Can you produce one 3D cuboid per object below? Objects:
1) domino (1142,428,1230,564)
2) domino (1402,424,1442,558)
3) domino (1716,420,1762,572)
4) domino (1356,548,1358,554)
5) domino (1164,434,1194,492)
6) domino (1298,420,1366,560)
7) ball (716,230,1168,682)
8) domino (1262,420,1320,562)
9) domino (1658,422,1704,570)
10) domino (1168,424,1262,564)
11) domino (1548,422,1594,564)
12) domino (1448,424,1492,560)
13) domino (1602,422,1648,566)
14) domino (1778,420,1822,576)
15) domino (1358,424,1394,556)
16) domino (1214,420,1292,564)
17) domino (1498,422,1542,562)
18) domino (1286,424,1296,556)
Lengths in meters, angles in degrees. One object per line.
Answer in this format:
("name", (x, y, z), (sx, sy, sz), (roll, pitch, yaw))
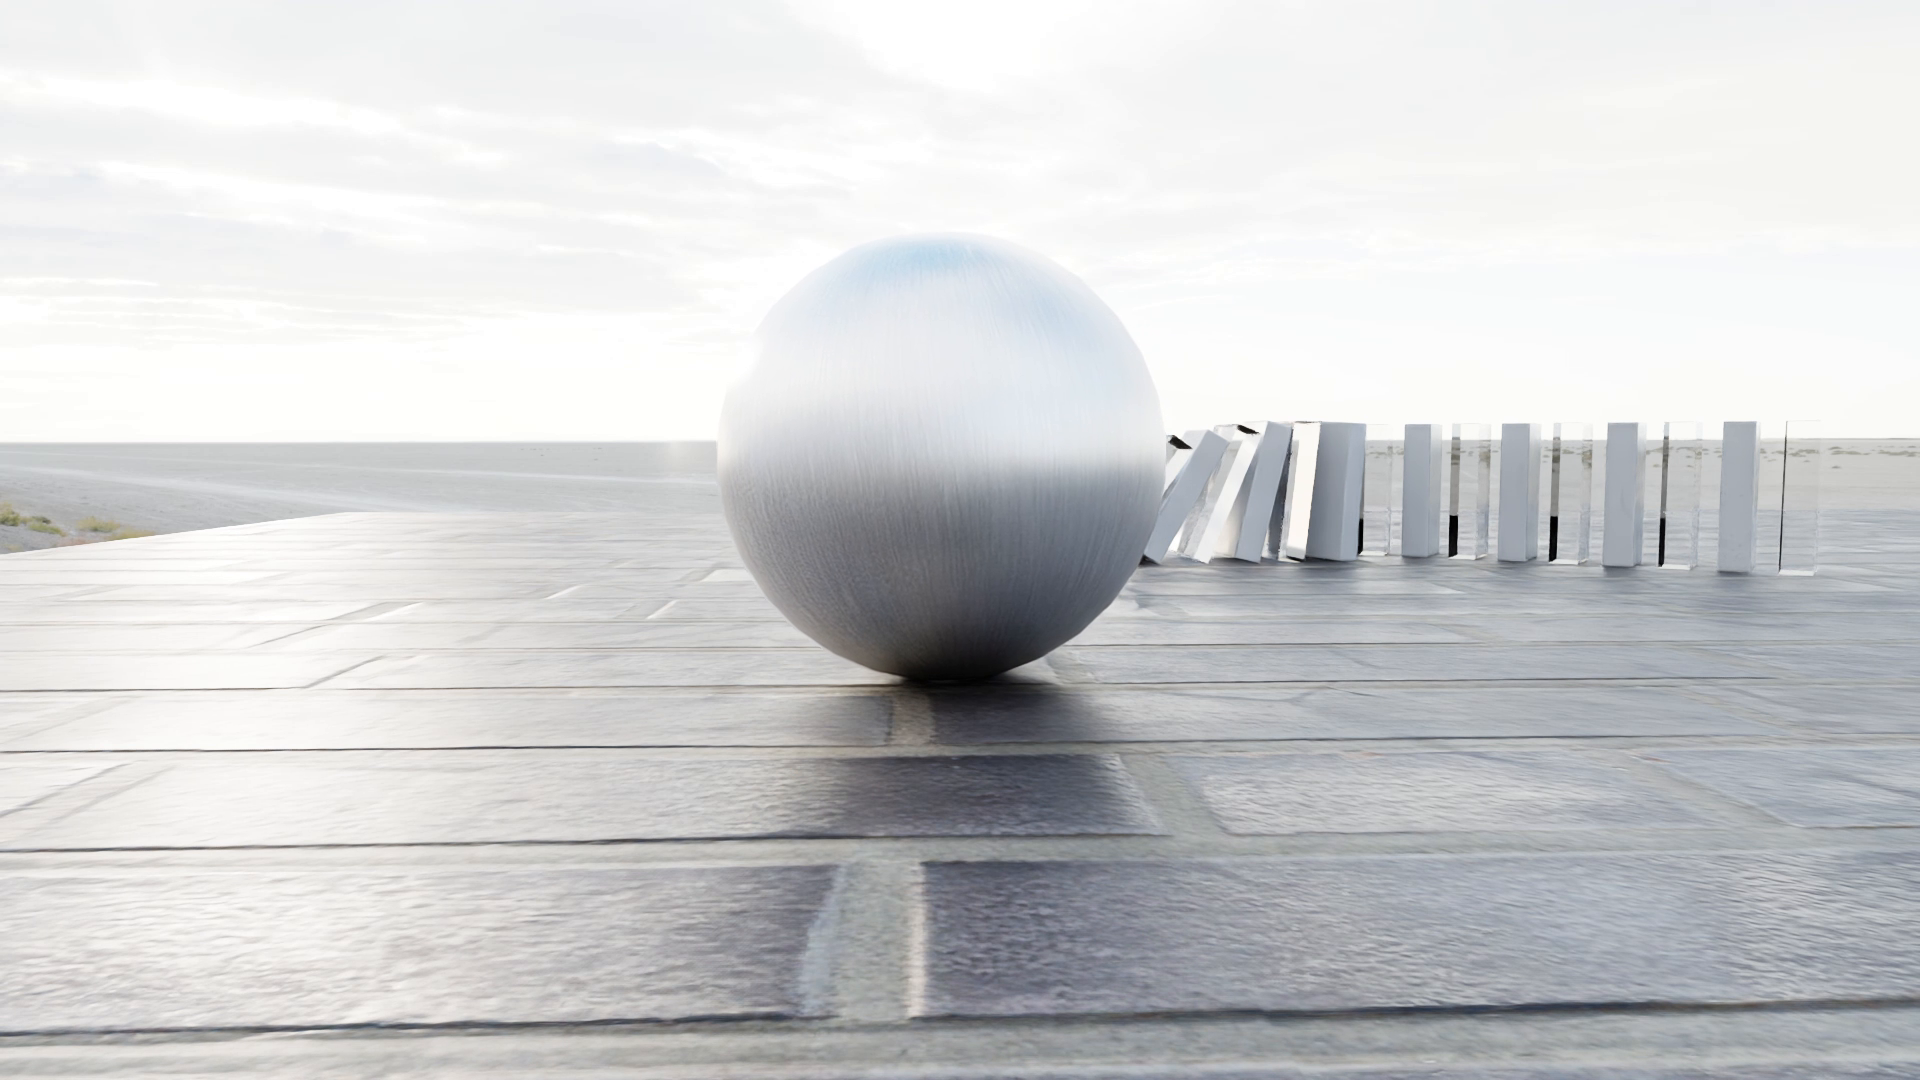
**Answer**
("domino", (0.078, -0.016, 0.467), (0.010, 0.050, 0.025), (30, 0, -9))
("domino", (0.178, -0.019, 0.493), (0.009, 0.050, 0.025), (2, 5, 30))
("domino", (0.265, -0.015, 0.436), (0.010, 0.050, 0.025), (3, 5, 35))
("domino", (0.146, -0.020, 0.505), (0.010, 0.050, 0.025), (-2, 5, -21))
("domino", (0.063, -0.015, 0.466), (0.010, 0.050, 0.025), (36, -3, -11))
("domino", (0.135, -0.019, 0.474), (0.010, 0.050, 0.025), (-1, 6, -37))
("ball", (-0.003, -0.015, 0.231), (0.080, 0.080, 0.080), (0, 4, 0))
("domino", (0.119, -0.018, 0.469), (0.009, 0.050, 0.025), (5, 3, -9))
("domino", (0.250, -0.016, 0.445), (0.010, 0.050, 0.025), (3, 5, 35))
("domino", (0.092, -0.017, 0.469), (0.010, 0.050, 0.025), (23, 1, -9))
("domino", (0.222, -0.017, 0.465), (0.009, 0.050, 0.025), (3, 5, 34))
("domino", (0.193, -0.019, 0.484), (0.010, 0.050, 0.025), (3, 5, 32))
("domino", (0.236, -0.017, 0.455), (0.010, 0.050, 0.025), (3, 5, 34))
("domino", (0.279, -0.014, 0.426), (0.010, 0.050, 0.025), (3, 5, 34))
("domino", (0.163, -0.020, 0.501), (0.010, 0.050, 0.025), (2, 5, 24))
("domino", (0.106, -0.018, 0.469), (0.010, 0.050, 0.025), (13, 2, -9))
("domino", (0.207, -0.018, 0.475), (0.010, 0.050, 0.025), (3, 5, 33))
("domino", (0.138, -0.019, 0.489), (0.025, 0.050, 0.010), (1, 4, 17))
